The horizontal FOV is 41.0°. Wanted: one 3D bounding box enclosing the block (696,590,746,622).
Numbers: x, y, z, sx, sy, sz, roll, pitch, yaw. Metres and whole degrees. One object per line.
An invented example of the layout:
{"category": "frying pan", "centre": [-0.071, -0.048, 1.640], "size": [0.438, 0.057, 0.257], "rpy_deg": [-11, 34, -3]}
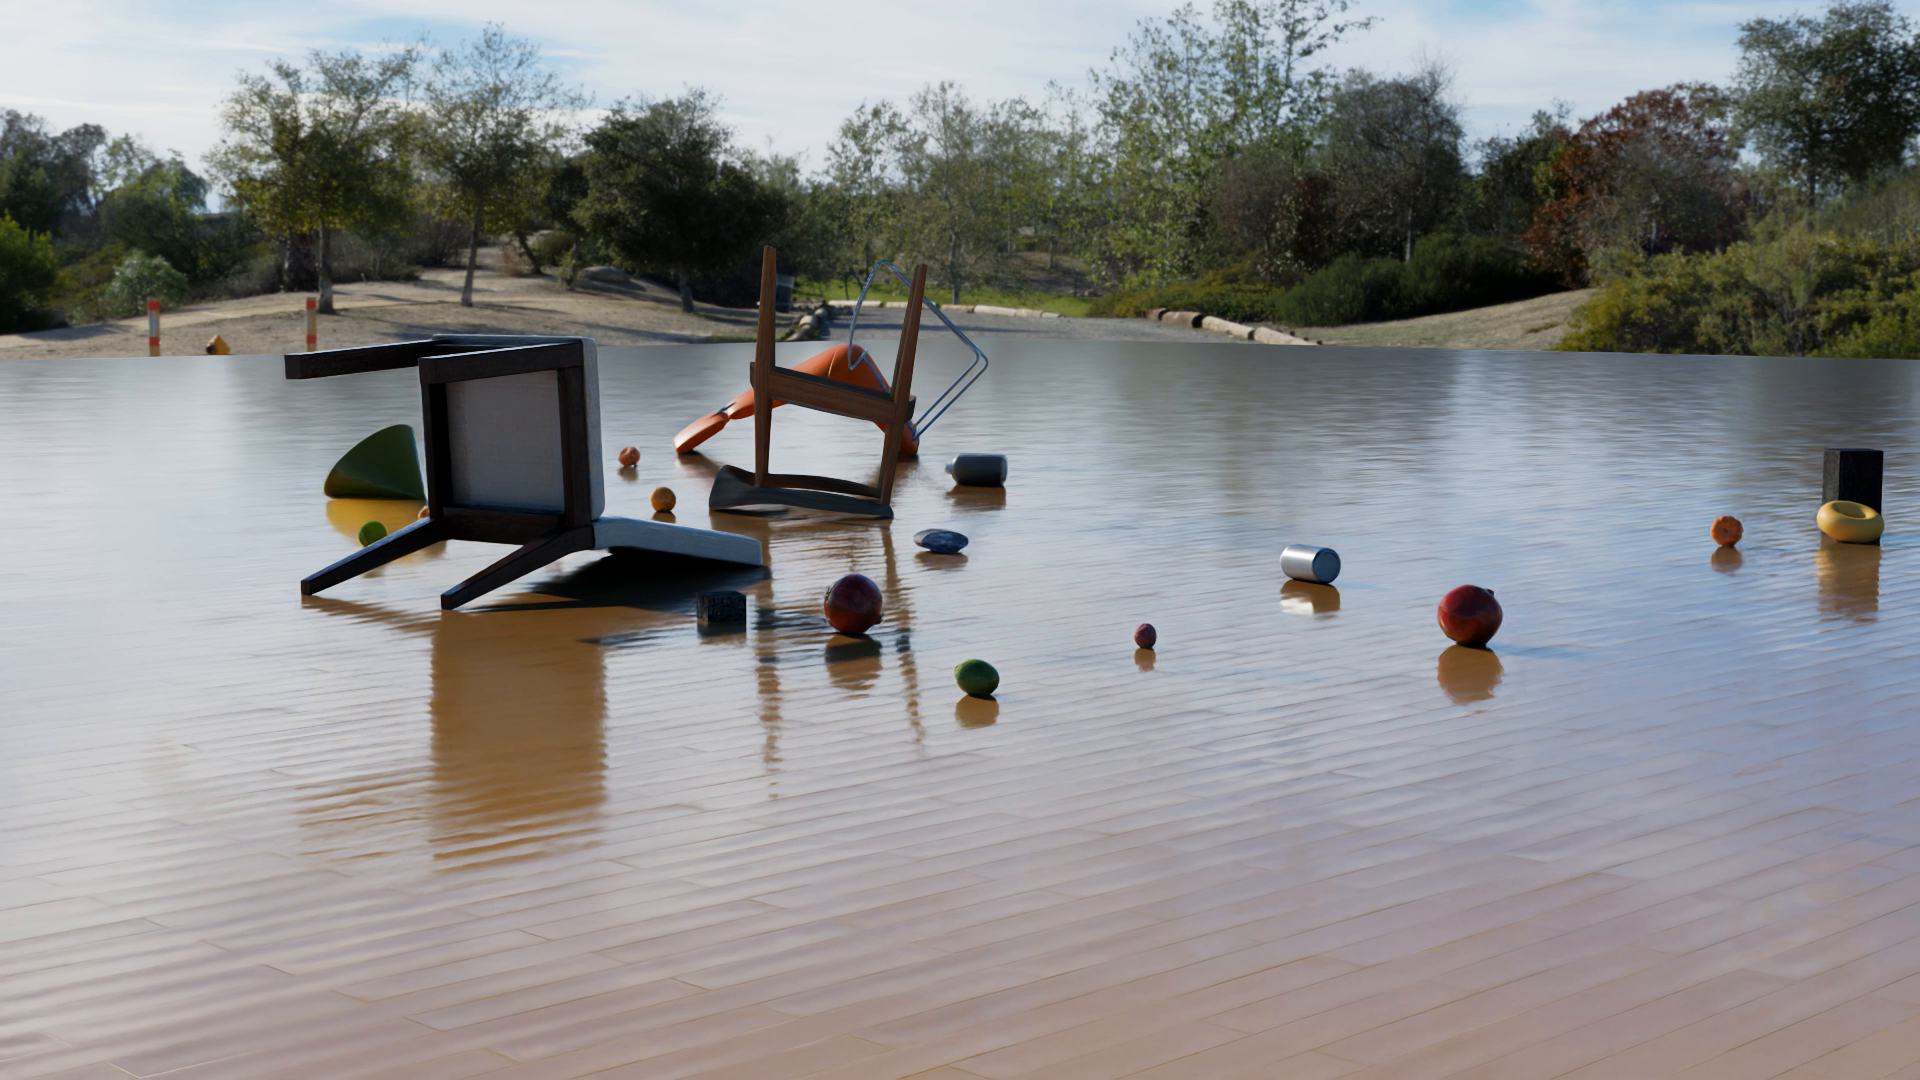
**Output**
{"category": "block", "centre": [-0.459, 0.128, 4.943], "size": [0.076, 0.047, 0.086], "rpy_deg": [-2, 6, -20]}

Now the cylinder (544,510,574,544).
{"category": "cylinder", "centre": [-0.989, -0.032, 6.338], "size": [0.050, 0.080, 0.079], "rpy_deg": [1, 41, 13]}

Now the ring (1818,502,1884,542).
{"category": "ring", "centre": [2.221, -0.045, 6.400], "size": [0.162, 0.063, 0.160], "rpy_deg": [-10, 29, -30]}

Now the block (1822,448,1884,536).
{"category": "block", "centre": [2.268, -0.121, 6.523], "size": [0.113, 0.218, 0.100], "rpy_deg": [0, 6, -4]}

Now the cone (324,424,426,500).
{"category": "cone", "centre": [-1.663, -0.175, 7.587], "size": [0.237, 0.197, 0.359], "rpy_deg": [32, 46, 22]}

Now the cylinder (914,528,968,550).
{"category": "cylinder", "centre": [-0.046, 0.001, 6.165], "size": [0.120, 0.050, 0.068], "rpy_deg": [3, -6, -15]}
